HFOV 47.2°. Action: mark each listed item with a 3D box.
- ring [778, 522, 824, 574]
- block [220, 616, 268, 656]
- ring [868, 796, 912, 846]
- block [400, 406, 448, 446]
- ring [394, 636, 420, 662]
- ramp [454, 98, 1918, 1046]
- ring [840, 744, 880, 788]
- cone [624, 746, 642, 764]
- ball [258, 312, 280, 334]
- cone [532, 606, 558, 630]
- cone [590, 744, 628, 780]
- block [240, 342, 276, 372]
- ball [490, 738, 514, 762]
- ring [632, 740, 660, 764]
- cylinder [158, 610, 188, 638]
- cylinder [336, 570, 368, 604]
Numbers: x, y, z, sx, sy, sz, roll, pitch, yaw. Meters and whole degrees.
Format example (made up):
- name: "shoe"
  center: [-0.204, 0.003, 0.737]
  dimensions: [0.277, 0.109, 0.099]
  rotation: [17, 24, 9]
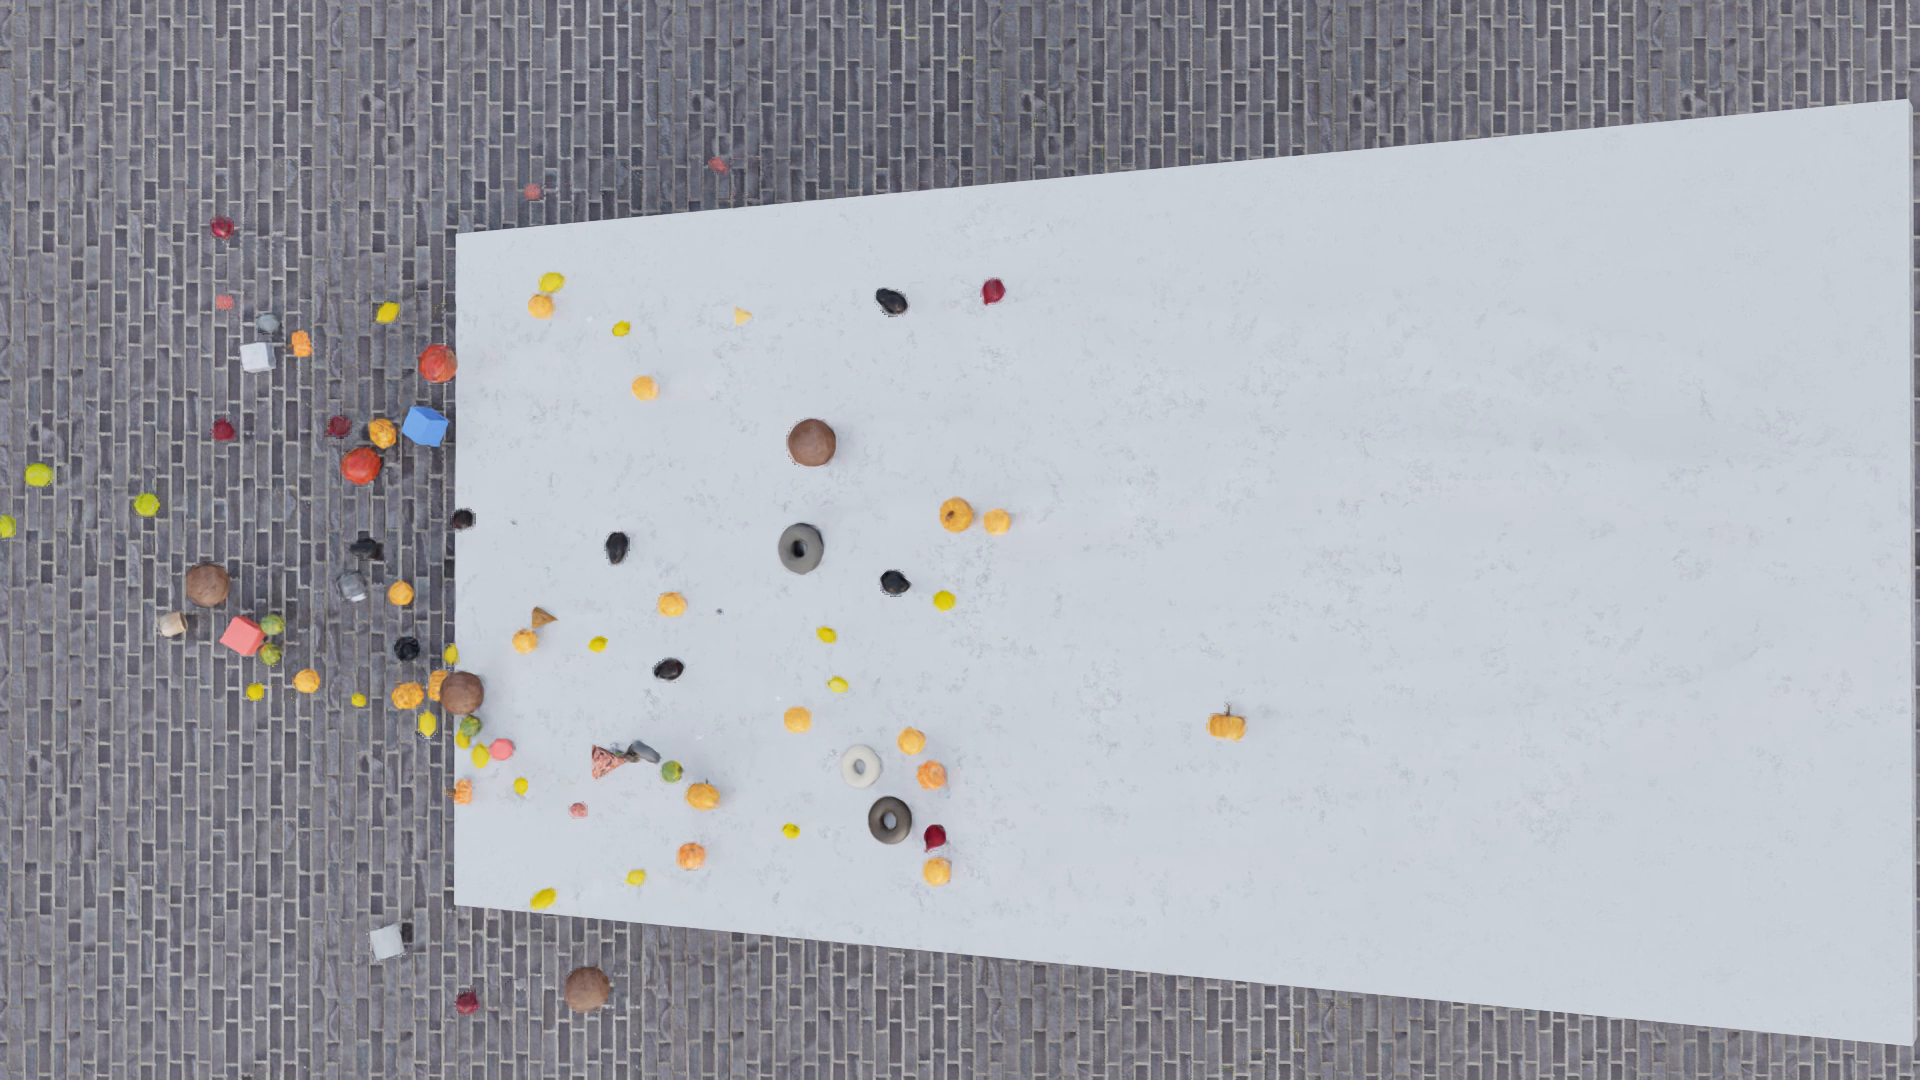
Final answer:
- name: "ring"
  center: [-0.431, 0.023, 5.945]
  dimensions: [0.139, 0.046, 0.139]
  rotation: [0, 89, 31]
- name: "block"
  center: [-2.148, 0.287, 6.600]
  dimensions: [0.086, 0.086, 0.086]
  rotation: [31, 89, 0]
- name: "ring"
  center: [-0.185, 0.741, 5.806]
  dimensions: [0.129, 0.043, 0.129]
  rotation: [-1, 88, 29]
- name: "block"
  center: [-1.597, -0.339, 6.565]
  dimensions: [0.084, 0.084, 0.084]
  rotation: [34, 106, 25]
- name: "ring"
  center: [-1.667, 0.329, 6.624]
  dimensions: [0.079, 0.026, 0.079]
  rotation: [0, 92, 10]
- name: "ramp"
  center: [0.275, 0.077, 5.644]
  dimensions: [4.000, 0.100, 2.000]
  rotation: [0, 89, 29]
- name: "ring"
  center: [-0.265, 0.603, 5.854]
  dimensions: [0.117, 0.039, 0.117]
  rotation: [0, 90, 28]
- name: "cone"
  center: [-0.935, 0.606, 6.210]
  dimensions: [0.053, 0.053, 0.053]
  rotation: [0, 89, 29]
- name: "ball"
  center: [-2.081, -0.653, 6.621]
  dimensions: [0.062, 0.062, 0.062]
  rotation: [0, 89, 0]
- name: "cone"
  center: [-1.199, 0.227, 6.371]
  dimensions: [0.069, 0.069, 0.069]
  rotation: [5, 89, 2]
- name: "cone"
  center: [-0.989, 0.628, 6.244]
  dimensions: [0.099, 0.099, 0.099]
  rotation: [-3, 89, 2]
- name: "block"
  center: [-2.110, -0.549, 6.613]
  dimensions: [0.075, 0.075, 0.075]
  rotation: [-10, 89, 0]
- name: "ball"
  center: [-1.340, 0.612, 6.423]
  dimensions: [0.067, 0.067, 0.067]
  rotation: [0, 89, 0]
- name: "ring"
  center: [-0.878, 0.593, 6.147]
  dimensions: [0.094, 0.094, 0.031]
  rotation: [32, 76, 0]
- name: "cylinder"
  center: [-2.362, 0.252, 6.603]
  dimensions: [0.065, 0.065, 0.065]
  rotation: [-18, 89, -4]
- name: "cylinder"
  center: [-1.821, 0.139, 6.587]
  dimensions: [0.076, 0.076, 0.076]
  rotation: [-21, 79, 0]
